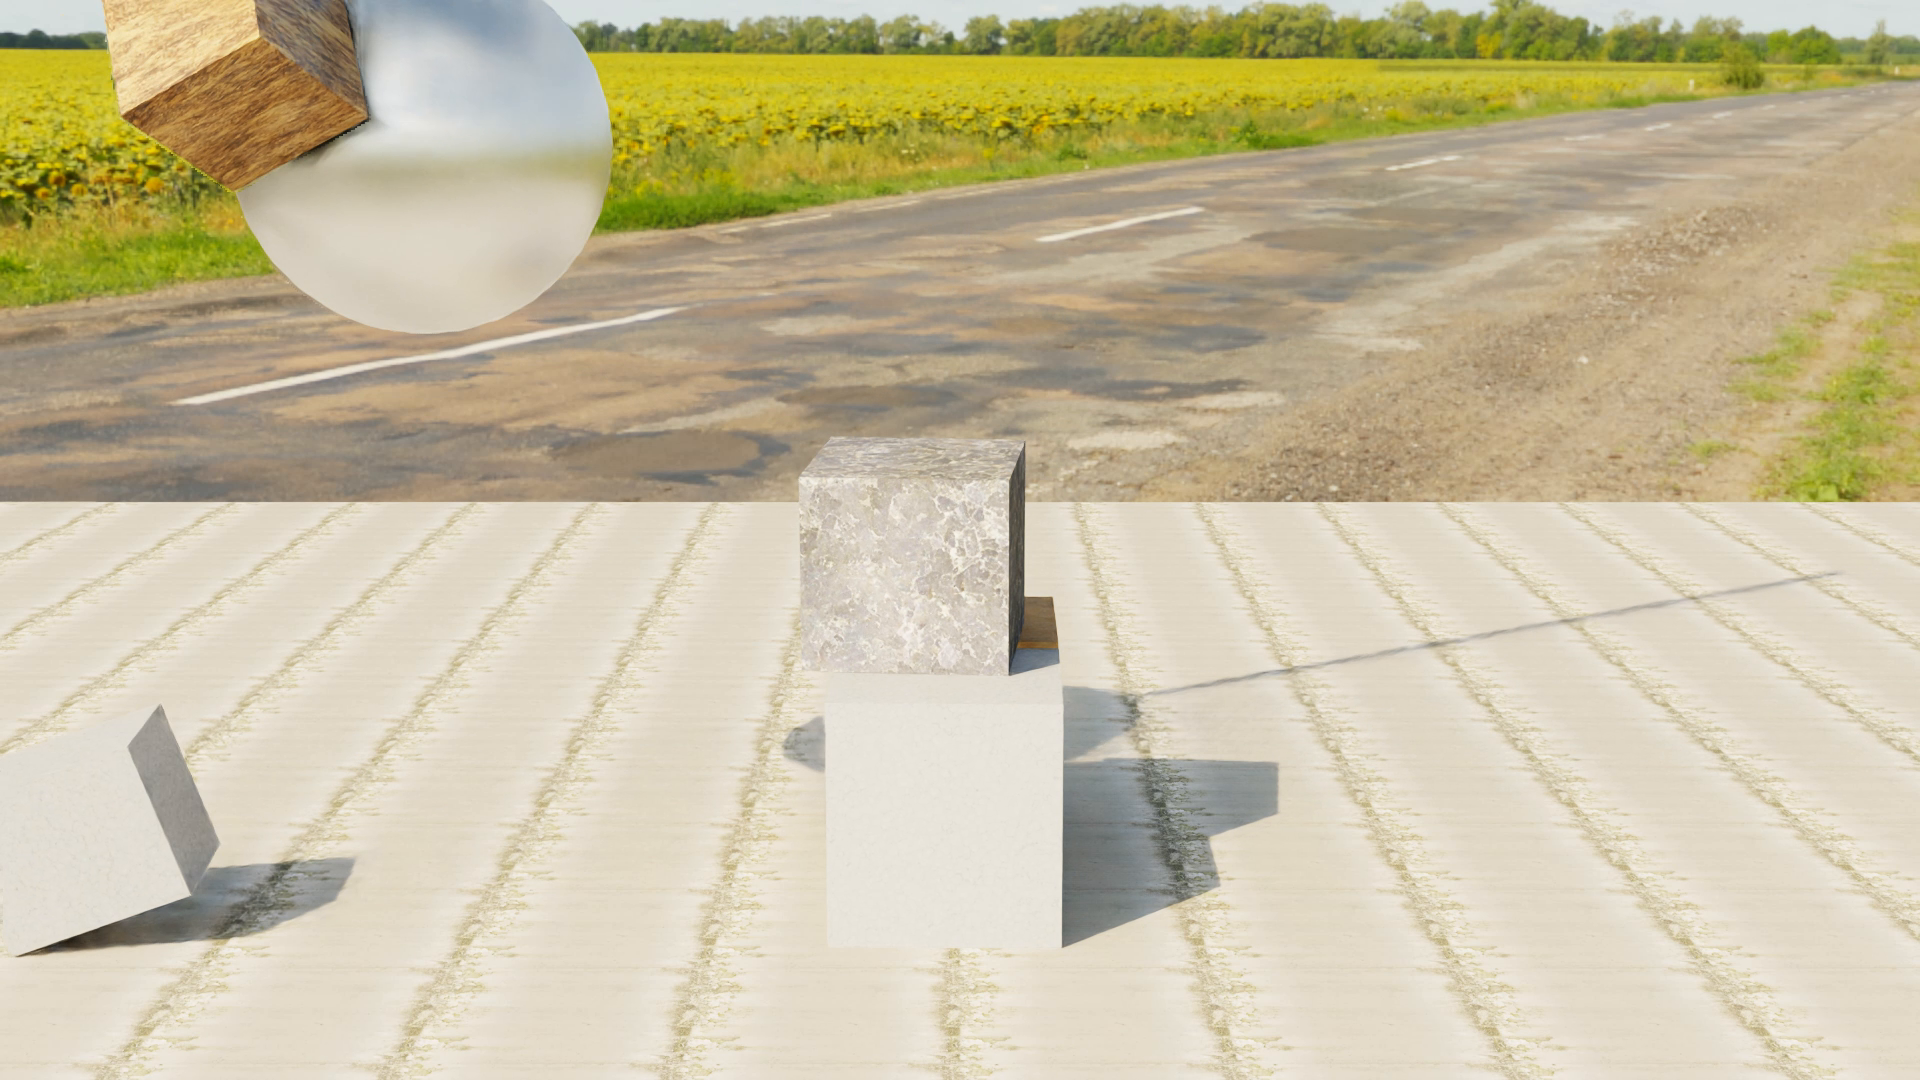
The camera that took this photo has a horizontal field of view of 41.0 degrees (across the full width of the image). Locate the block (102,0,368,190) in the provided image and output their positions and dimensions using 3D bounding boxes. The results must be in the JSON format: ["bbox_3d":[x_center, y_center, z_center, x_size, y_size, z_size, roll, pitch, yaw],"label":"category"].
[{"bbox_3d":[-2.798,-1.894,9.888,0.650,0.668,0.656,-25,-27,15],"label":"block"}]

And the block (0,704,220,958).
[{"bbox_3d":[-3.591,1.183,10.568,0.756,0.665,0.642,-19,13,-1],"label":"block"}]

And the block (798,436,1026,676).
[{"bbox_3d":[-0.188,0.053,11.127,0.874,0.833,0.925,1,13,5],"label":"block"}]

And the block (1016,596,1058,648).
[{"bbox_3d":[-0.019,0.871,11.855,0.913,1.044,0.996,0,10,1],"label":"block"}]

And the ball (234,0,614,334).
[{"bbox_3d":[-2.277,-1.675,10.876,1.600,1.600,1.600,0,10,0],"label":"ball"}]

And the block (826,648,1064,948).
[{"bbox_3d":[-0.053,1.067,10.847,0.953,1.020,1.015,0,10,1],"label":"block"}]
